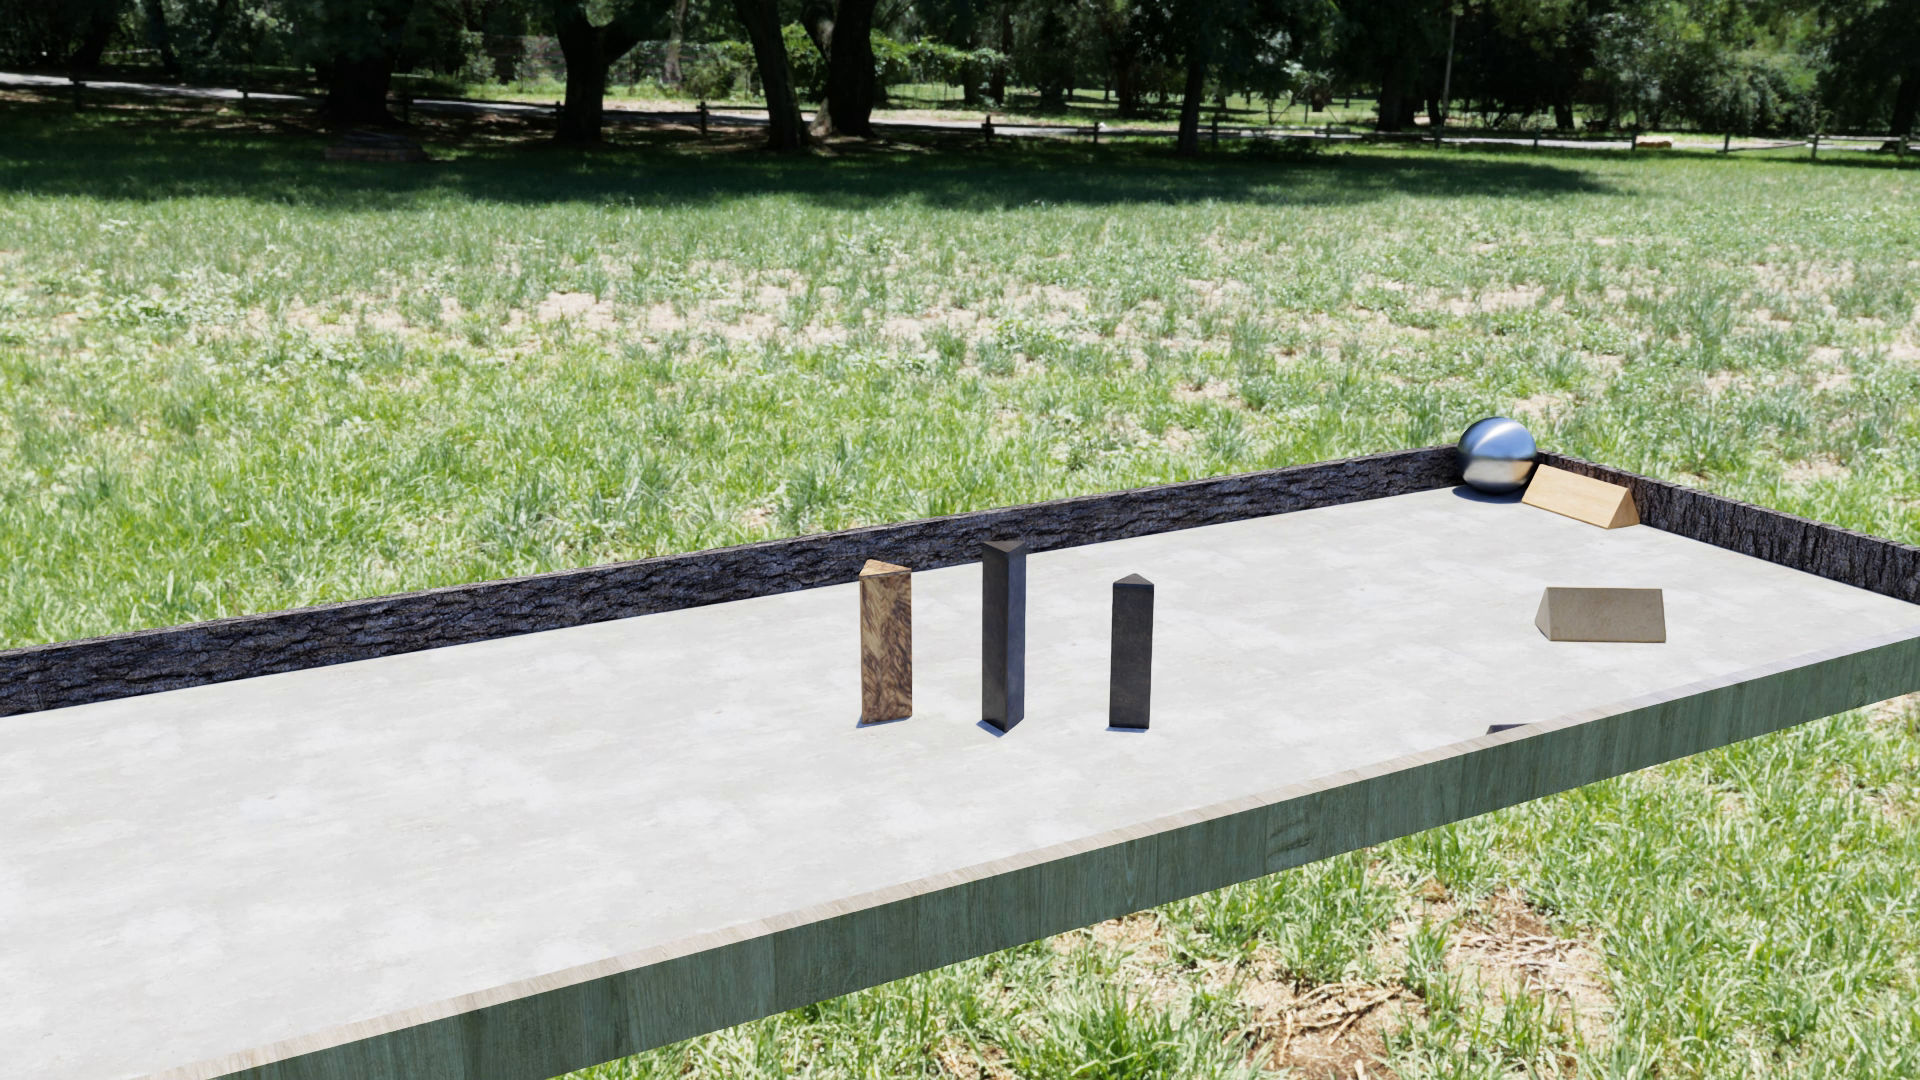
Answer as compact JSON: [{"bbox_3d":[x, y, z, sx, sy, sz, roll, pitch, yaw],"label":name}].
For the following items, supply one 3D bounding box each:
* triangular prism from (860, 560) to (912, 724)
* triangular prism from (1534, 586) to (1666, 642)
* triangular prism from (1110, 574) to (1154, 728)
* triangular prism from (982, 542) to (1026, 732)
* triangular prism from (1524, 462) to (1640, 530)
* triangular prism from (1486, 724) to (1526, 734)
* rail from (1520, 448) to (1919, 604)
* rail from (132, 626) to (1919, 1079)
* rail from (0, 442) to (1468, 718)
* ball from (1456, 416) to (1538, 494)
[{"bbox_3d":[-0.193,0.236,3.901,0.127,0.367,0.110,-7,18,-23],"label":"triangular prism"},{"bbox_3d":[1.741,0.188,4.474,0.306,0.128,0.148,1,16,3],"label":"triangular prism"},{"bbox_3d":[0.401,0.258,3.848,0.094,0.355,0.081,2,17,8],"label":"triangular prism"},{"bbox_3d":[0.116,0.219,3.832,0.086,0.438,0.100,-11,19,-32],"label":"triangular prism"},{"bbox_3d":[2.126,-0.156,5.645,0.149,0.129,0.385,-13,23,-22],"label":"triangular prism"},{"bbox_3d":[1.335,0.444,3.704,0.306,0.075,0.087,-2,17,-6],"label":"triangular prism"},{"bbox_3d":[2.466,-0.048,5.253,0.050,0.150,2.100,-9,18,-27],"label":"rail"},{"bbox_3d":[-2.336,1.006,1.665,12.000,0.150,0.050,-9,18,-27],"label":"rail"},{"bbox_3d":[-3.305,0.497,3.399,12.000,0.150,0.050,-9,18,-27],"label":"rail"},{"bbox_3d":[1.915,-0.302,5.889,0.278,0.278,0.278,0,16,0],"label":"ball"}]
